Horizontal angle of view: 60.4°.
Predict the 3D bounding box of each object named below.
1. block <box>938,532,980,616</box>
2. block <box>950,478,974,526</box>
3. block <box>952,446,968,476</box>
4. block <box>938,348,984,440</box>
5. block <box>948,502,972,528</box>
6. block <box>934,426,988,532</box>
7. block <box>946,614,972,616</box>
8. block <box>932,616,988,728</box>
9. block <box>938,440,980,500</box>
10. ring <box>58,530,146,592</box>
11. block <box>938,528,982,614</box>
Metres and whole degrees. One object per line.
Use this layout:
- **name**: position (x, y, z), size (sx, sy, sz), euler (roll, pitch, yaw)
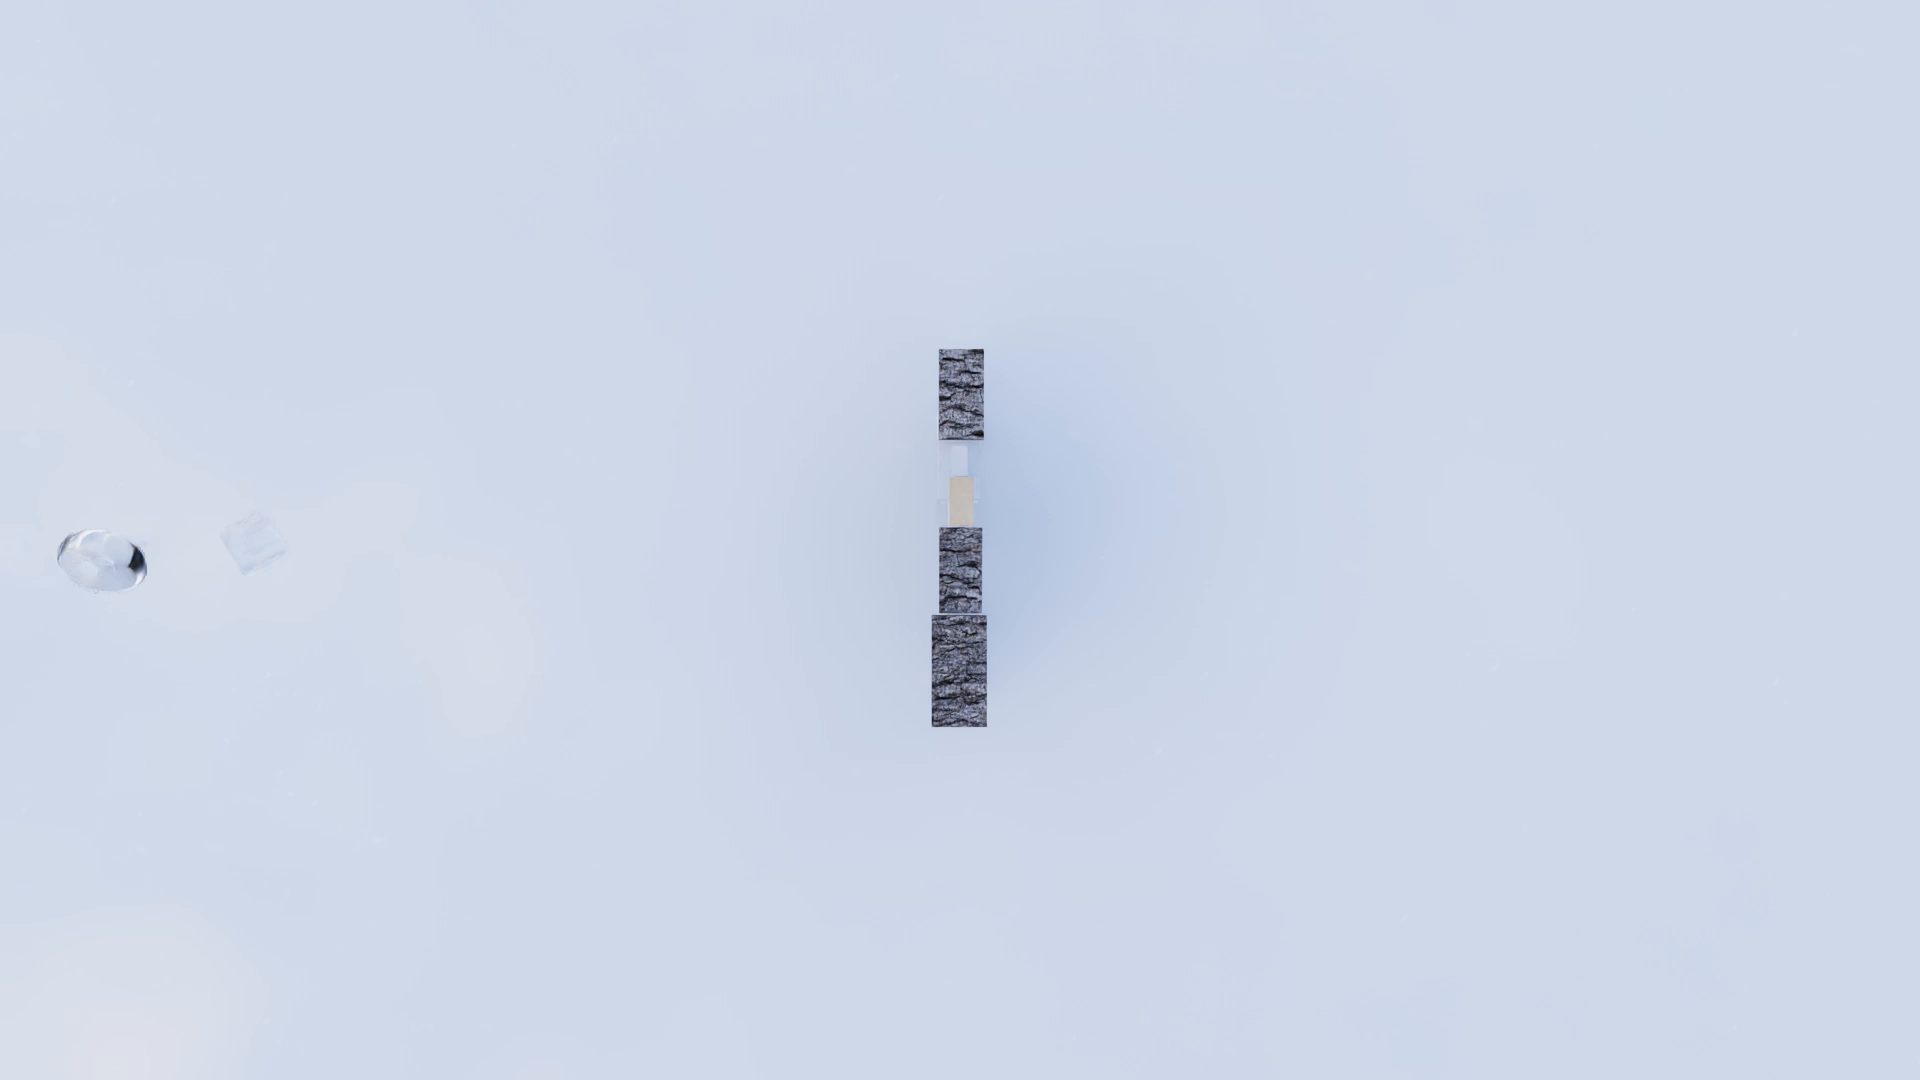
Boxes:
- **block**: position (-0.003, 0.107, 5.221), size (0.130, 0.037, 0.260), euler (0, 90, 0)
- **block**: position (0.005, -0.109, 4.690), size (0.068, 0.019, 0.137), euler (0, 90, 0)
- **block**: position (-0.001, -0.227, 4.740), size (0.045, 0.013, 0.090), euler (0, 90, 0)
- **block**: position (0.004, -0.403, 4.568), size (0.125, 0.035, 0.250), euler (0, 90, 0)
- **block**: position (-0.001, -0.044, 4.974), size (0.070, 0.020, 0.140), euler (-1, 90, 0)
- **block**: position (0.005, -0.192, 5.147), size (0.165, 0.047, 0.329), euler (0, 90, 0)
- **block**: position (-0.003, 0.287, 5.023), size (0.084, 0.024, 0.168), euler (0, 90, 0)
- **block**: position (-0.002, 0.371, 4.675), size (0.157, 0.044, 0.314), euler (0, 90, 0)
- **block**: position (-0.004, -0.246, 4.854), size (0.126, 0.036, 0.252), euler (0, 90, 0)
- **ring**: position (-2.805, 0.070, 5.389), size (0.267, 0.267, 0.089), euler (-3, 48, 0)
- **block**: position (0.002, 0.086, 4.702), size (0.122, 0.035, 0.244), euler (0, 90, 0)
